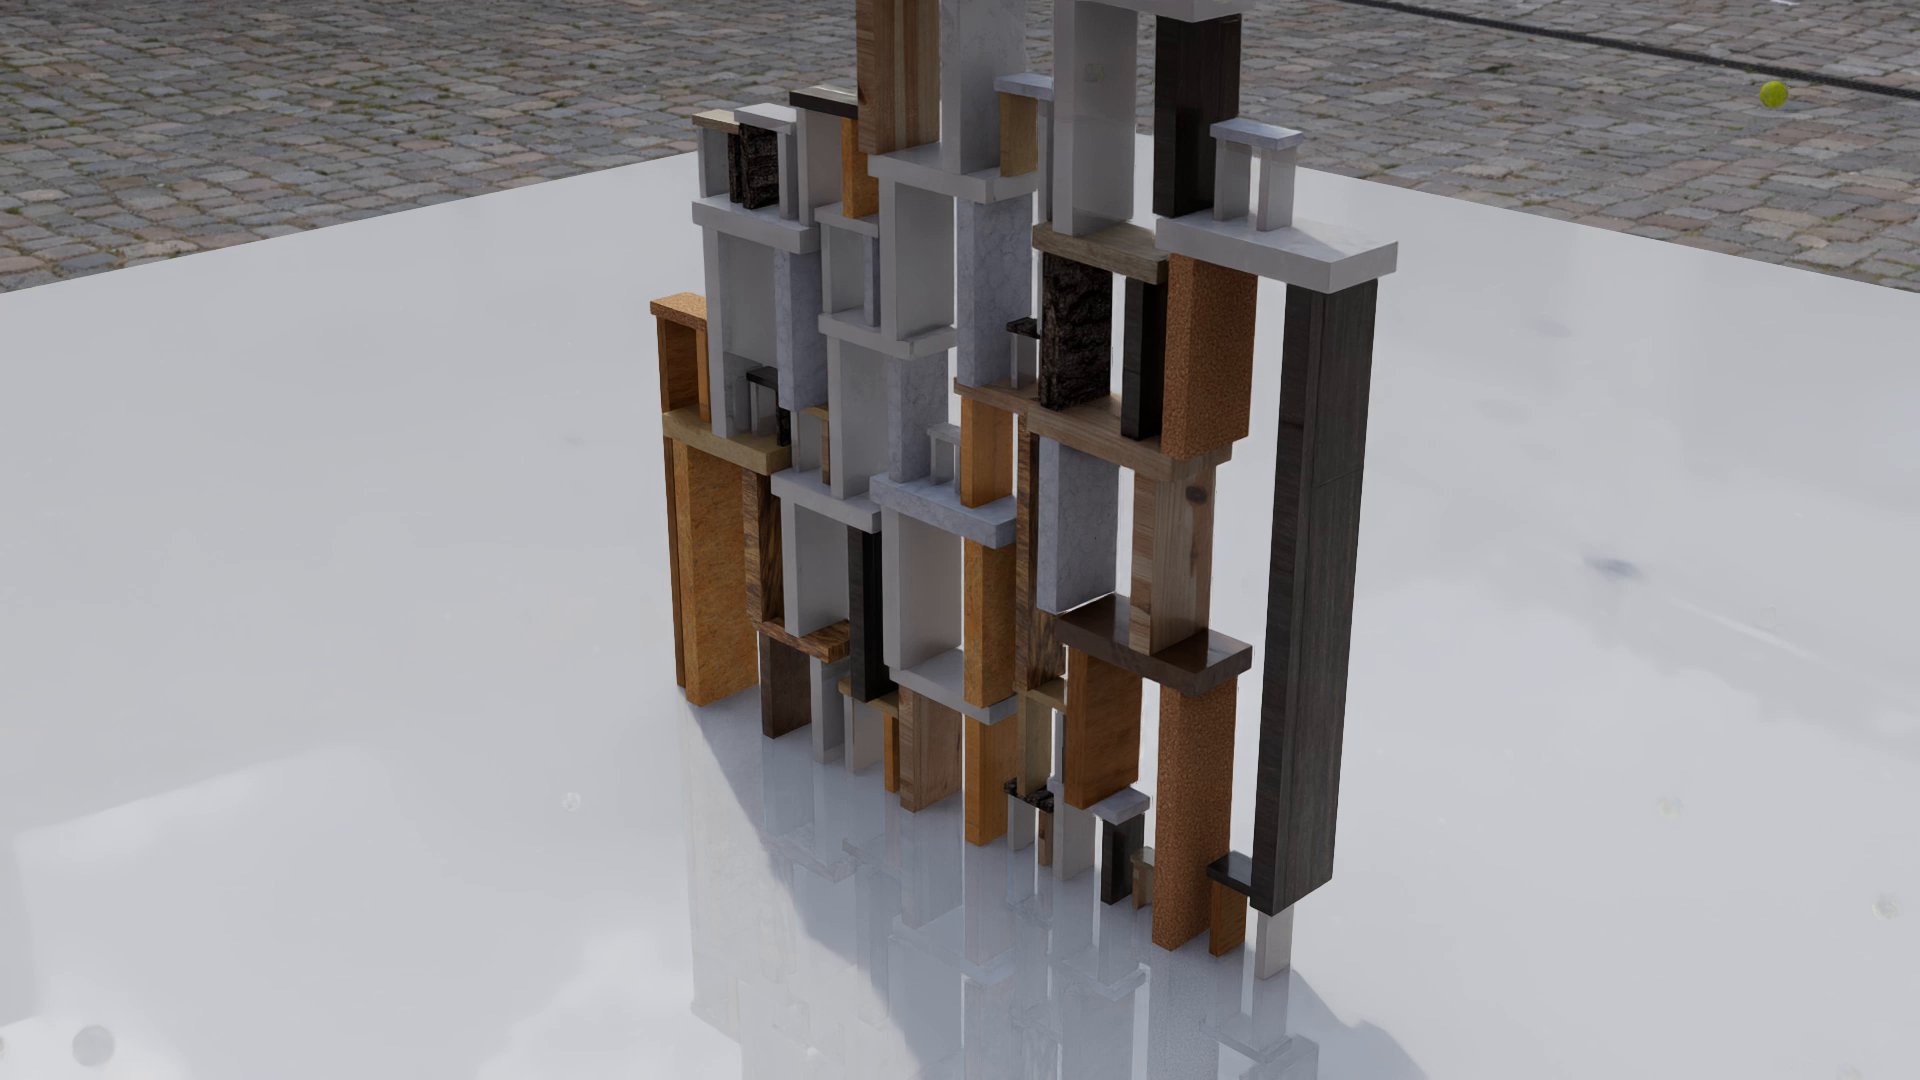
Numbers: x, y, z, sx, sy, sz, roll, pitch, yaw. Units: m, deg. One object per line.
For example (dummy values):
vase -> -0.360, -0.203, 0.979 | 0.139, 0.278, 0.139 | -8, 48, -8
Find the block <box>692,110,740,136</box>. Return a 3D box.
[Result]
block -> -0.460, -0.831, 4.372 | 0.140, 0.020, 0.070 | 20, 31, 39

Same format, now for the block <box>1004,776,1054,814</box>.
block -> 0.151, 0.491, 4.266 | 0.123, 0.017, 0.062 | 21, 31, 40

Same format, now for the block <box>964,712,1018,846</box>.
block -> 0.073, 0.452, 4.339 | 0.139, 0.279, 0.040 | -21, 31, -41

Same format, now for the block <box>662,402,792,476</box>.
block -> -0.453, -0.223, 4.630 | 0.341, 0.048, 0.171 | 21, 31, 41

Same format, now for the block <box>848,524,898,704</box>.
block -> -0.154, 0.129, 4.448 | 0.043, 0.380, 0.151 | 21, 31, 41

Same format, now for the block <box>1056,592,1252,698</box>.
block -> 0.343, 0.183, 3.916 | 0.320, 0.045, 0.160 | 21, 31, 40

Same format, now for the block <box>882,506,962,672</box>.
block -> -0.074, 0.073, 4.339 | 0.170, 0.340, 0.048 | -21, 31, -41

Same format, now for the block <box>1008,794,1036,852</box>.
block -> 0.121, 0.545, 4.320 | 0.062, 0.123, 0.017 | -21, 31, -41

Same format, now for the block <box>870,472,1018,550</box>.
block -> 0.006, -0.075, 4.189 | 0.170, 0.048, 0.340 | -21, 31, -40

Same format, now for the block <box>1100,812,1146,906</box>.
block -> 0.307, 0.588, 4.141 | 0.091, 0.182, 0.026 | -21, 31, -41

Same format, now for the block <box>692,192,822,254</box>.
block -> -0.363, -0.634, 4.349 | 0.163, 0.046, 0.327 | -21, 31, -41

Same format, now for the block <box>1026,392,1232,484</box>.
block -> 0.292, -0.187, 3.816 | 0.164, 0.047, 0.329 | -21, 32, -41

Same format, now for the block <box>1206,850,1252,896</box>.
block -> 0.524, 0.604, 3.913 | 0.077, 0.022, 0.155 | -21, 31, -41

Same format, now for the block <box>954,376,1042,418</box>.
block -> 0.102, -0.269, 3.995 | 0.108, 0.030, 0.215 | -21, 31, -40

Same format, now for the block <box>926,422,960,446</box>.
block -> -0.011, -0.199, 4.151 | 0.098, 0.014, 0.049 | 21, 31, 40

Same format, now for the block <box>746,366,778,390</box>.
block -> -0.375, -0.328, 4.491 | 0.059, 0.017, 0.119 | -21, 31, -41

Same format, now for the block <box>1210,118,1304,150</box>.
block -> 0.465, -0.637, 3.452 | 0.132, 0.019, 0.066 | 22, 32, 40

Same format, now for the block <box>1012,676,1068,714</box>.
block -> 0.179, 0.286, 4.147 | 0.075, 0.021, 0.149 | -21, 31, -41

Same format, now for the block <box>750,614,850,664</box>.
block -> -0.314, 0.188, 4.642 | 0.123, 0.035, 0.247 | -21, 31, -41

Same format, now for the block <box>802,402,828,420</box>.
block -> -0.278, -0.271, 4.415 | 0.069, 0.020, 0.139 | -21, 31, -40

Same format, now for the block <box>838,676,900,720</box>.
block -> -0.158, 0.314, 4.531 | 0.178, 0.025, 0.089 | 21, 31, 40

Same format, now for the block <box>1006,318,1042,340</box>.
block -> 0.139, -0.375, 3.920 | 0.103, 0.015, 0.052 | 20, 30, 41

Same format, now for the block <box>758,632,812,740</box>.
block -> -0.372, 0.295, 4.750 | 0.035, 0.247, 0.123 | 21, 31, 41

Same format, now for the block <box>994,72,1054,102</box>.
block -> 0.134, -0.773, 3.752 | 0.073, 0.021, 0.146 | -20, 29, -39

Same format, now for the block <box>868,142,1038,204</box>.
block -> -0.009, -0.664, 3.953 | 0.301, 0.043, 0.150 | 21, 31, 40

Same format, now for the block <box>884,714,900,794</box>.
block -> -0.115, 0.424, 4.533 | 0.025, 0.178, 0.089 | 21, 31, 41

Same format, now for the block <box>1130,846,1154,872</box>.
block -> 0.368, 0.599, 4.084 | 0.096, 0.014, 0.048 | 21, 31, 41

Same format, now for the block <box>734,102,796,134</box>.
block -> -0.351, -0.816, 4.255 | 0.085, 0.024, 0.169 | -21, 31, -40

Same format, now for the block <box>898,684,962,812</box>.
block -> -0.058, 0.400, 4.460 | 0.140, 0.279, 0.040 | -21, 31, -41

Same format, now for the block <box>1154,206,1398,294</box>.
block -> 0.498, -0.468, 3.481 | 0.173, 0.049, 0.346 | -21, 31, -40

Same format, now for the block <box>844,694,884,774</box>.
block -> -0.200, 0.392, 4.609 | 0.025, 0.178, 0.089 | 21, 31, 41

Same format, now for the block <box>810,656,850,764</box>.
block -> -0.256, 0.340, 4.643 | 0.035, 0.247, 0.123 | 21, 31, 41

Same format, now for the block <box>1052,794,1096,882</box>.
block -> 0.220, 0.555, 4.219 | 0.091, 0.182, 0.026 | -20, 30, -39

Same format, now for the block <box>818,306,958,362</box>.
block -> -0.139, -0.401, 4.203 | 0.253, 0.036, 0.126 | 21, 31, 40

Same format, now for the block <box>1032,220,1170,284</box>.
block -> 0.271, -0.495, 3.715 | 0.277, 0.039, 0.139 | 23, 32, 39

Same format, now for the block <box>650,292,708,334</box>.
block -> -0.550, -0.479, 4.623 | 0.100, 0.028, 0.200 | -21, 31, -41

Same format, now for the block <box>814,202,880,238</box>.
block -> -0.184, -0.608, 4.161 | 0.176, 0.025, 0.088 | 21, 31, 40

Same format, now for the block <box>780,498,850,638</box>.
block -> -0.297, 0.037, 4.564 | 0.151, 0.302, 0.043 | -21, 31, -41

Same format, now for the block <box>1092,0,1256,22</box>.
block -> 0.301, -0.888, 3.525 | 0.314, 0.044, 0.157 | 24, 33, 38

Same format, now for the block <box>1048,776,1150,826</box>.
block -> 0.260, 0.477, 4.137 | 0.091, 0.026, 0.182 | -20, 30, -38

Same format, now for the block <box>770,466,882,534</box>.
block -> -0.225, -0.094, 4.431 | 0.302, 0.043, 0.151 | 21, 31, 41

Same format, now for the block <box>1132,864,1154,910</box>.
block -> 0.345, 0.641, 4.127 | 0.014, 0.096, 0.048 | 21, 31, 41

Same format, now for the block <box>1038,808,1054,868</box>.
block -> 0.179, 0.567, 4.266 | 0.062, 0.123, 0.017 | -21, 31, -41

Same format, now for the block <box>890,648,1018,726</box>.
block -> 0.007, 0.280, 4.337 | 0.140, 0.040, 0.279 | -21, 31, -40

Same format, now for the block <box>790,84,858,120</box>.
block -> -0.221, -0.819, 4.111 | 0.188, 0.027, 0.094 | 21, 31, 40

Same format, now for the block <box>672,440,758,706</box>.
block -> -0.534, 0.055, 4.835 | 0.048, 0.623, 0.171 | 21, 31, 41

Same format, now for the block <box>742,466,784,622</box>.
block -> -0.373, -0.012, 4.632 | 0.048, 0.341, 0.171 | 21, 31, 41
